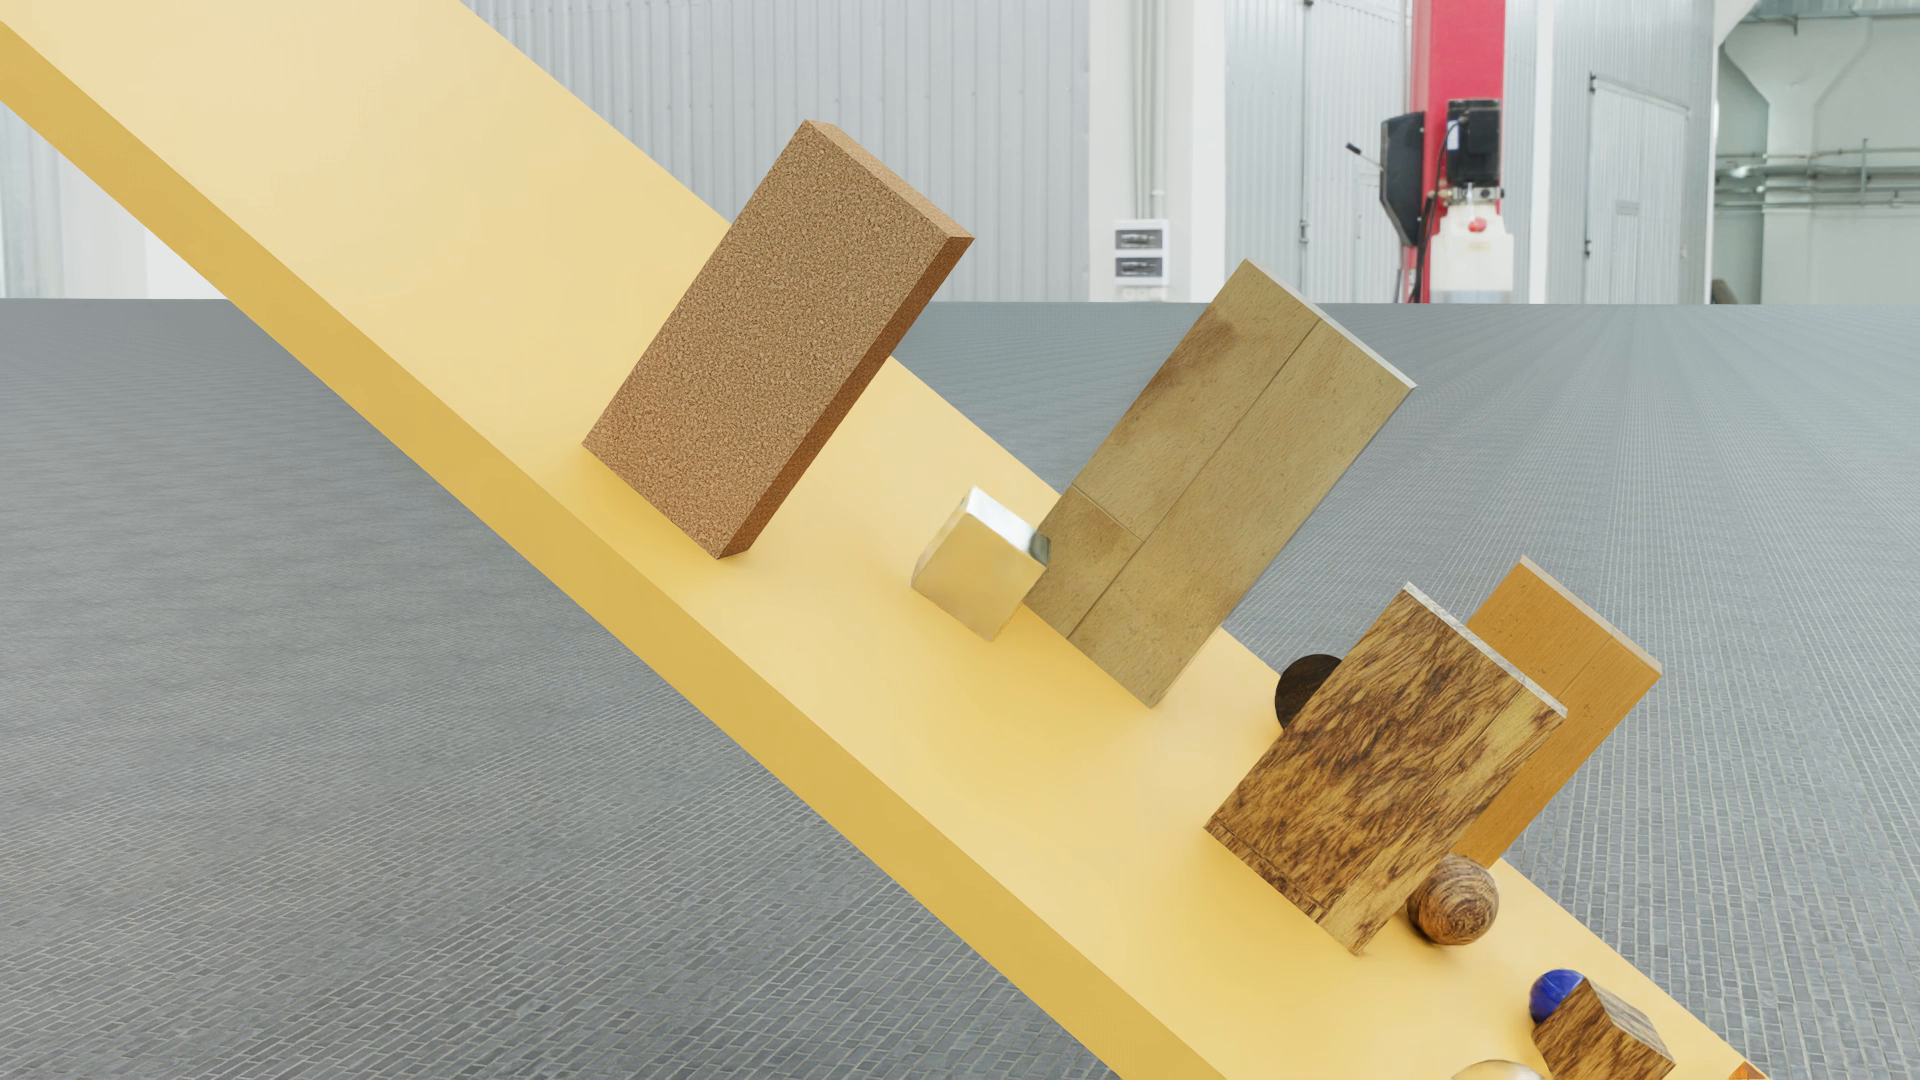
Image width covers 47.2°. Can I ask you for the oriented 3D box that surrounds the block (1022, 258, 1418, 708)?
[{"bbox_3d":[0.451,-0.102,4.082,0.377,0.762,0.121,40,16,9],"label":"block"}]

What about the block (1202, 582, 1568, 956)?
[{"bbox_3d":[0.706,0.383,3.678,0.331,0.535,0.089,40,16,9],"label":"block"}]

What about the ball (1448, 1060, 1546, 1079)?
[{"bbox_3d":[0.775,0.844,3.154,0.194,0.194,0.194,0,7,0],"label":"ball"}]

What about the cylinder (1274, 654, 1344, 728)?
[{"bbox_3d":[0.786,0.338,4.600,0.196,0.196,0.196,4,-2,30],"label":"cylinder"}]

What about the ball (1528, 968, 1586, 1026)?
[{"bbox_3d":[1.091,0.838,3.977,0.124,0.124,0.124,0,7,0],"label":"ball"}]

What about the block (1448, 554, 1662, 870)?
[{"bbox_3d":[1.076,0.368,4.422,0.345,0.584,0.127,40,16,9],"label":"block"}]

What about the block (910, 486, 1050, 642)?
[{"bbox_3d":[0.037,0.040,3.882,0.171,0.171,0.171,36,16,-6],"label":"block"}]

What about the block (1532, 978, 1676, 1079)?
[{"bbox_3d":[1.126,0.893,3.852,0.148,0.148,0.148,33,16,-16],"label":"block"}]

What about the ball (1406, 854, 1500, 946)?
[{"bbox_3d":[0.894,0.654,3.996,0.166,0.166,0.166,0,7,0],"label":"ball"}]

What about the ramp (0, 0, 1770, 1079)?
[{"bbox_3d":[-0.040,0.096,4.058,4.000,0.100,2.000,40,16,9],"label":"ramp"}]

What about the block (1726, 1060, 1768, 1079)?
[{"bbox_3d":[1.428,1.076,3.958,0.162,0.162,0.162,40,16,8],"label":"block"}]

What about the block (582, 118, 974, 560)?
[{"bbox_3d":[-0.281,-0.301,3.348,0.282,0.614,0.126,40,16,9],"label":"block"}]
